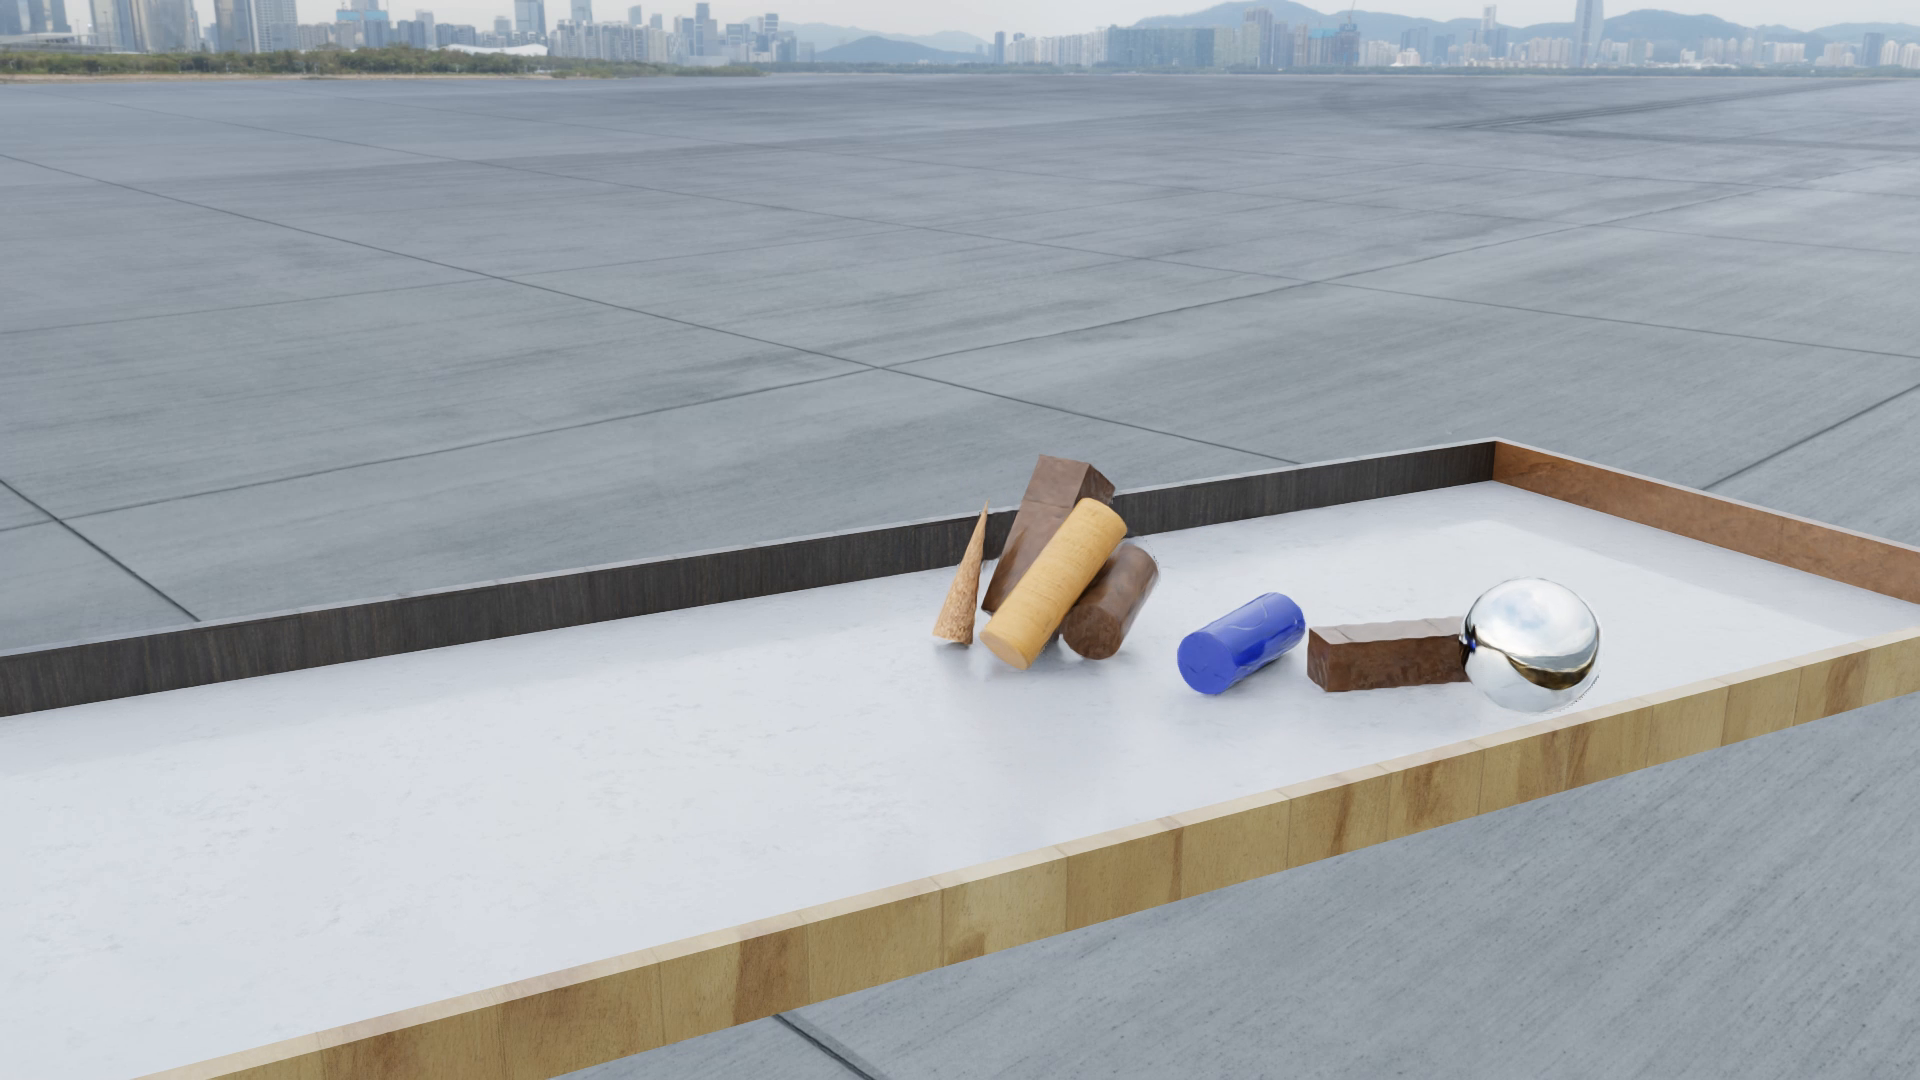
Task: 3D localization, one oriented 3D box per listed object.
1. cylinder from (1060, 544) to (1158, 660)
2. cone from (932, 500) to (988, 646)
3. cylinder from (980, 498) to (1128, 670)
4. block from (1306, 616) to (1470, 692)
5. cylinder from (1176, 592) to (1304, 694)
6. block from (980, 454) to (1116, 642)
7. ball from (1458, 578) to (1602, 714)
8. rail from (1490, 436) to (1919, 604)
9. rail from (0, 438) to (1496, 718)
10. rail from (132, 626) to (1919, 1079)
[{"bbox_3d":[0.400,0.160,4.382,0.168,0.168,0.319,7,32,23],"label":"cylinder"},{"bbox_3d":[0.028,0.073,4.381,0.110,0.398,0.110,14,-2,1],"label":"cone"},{"bbox_3d":[0.242,0.109,4.240,0.149,0.149,0.456,17,62,46],"label":"cylinder"},{"bbox_3d":[1.100,0.286,4.154,0.425,0.127,0.127,-3,17,-11],"label":"block"},{"bbox_3d":[0.717,0.259,4.190,0.160,0.160,0.385,12,20,35],"label":"cylinder"},{"bbox_3d":[0.240,0.020,4.459,0.162,0.458,0.162,12,-15,36],"label":"block"},{"bbox_3d":[1.314,0.243,3.804,0.314,0.314,0.314,0,16,0],"label":"ball"},{"bbox_3d":[2.466,-0.048,5.253,0.050,0.150,2.100,-9,18,-27],"label":"rail"},{"bbox_3d":[-3.305,0.497,3.399,12.000,0.150,0.050,-9,18,-27],"label":"rail"},{"bbox_3d":[-2.336,1.006,1.665,12.000,0.150,0.050,-9,18,-27],"label":"rail"}]
